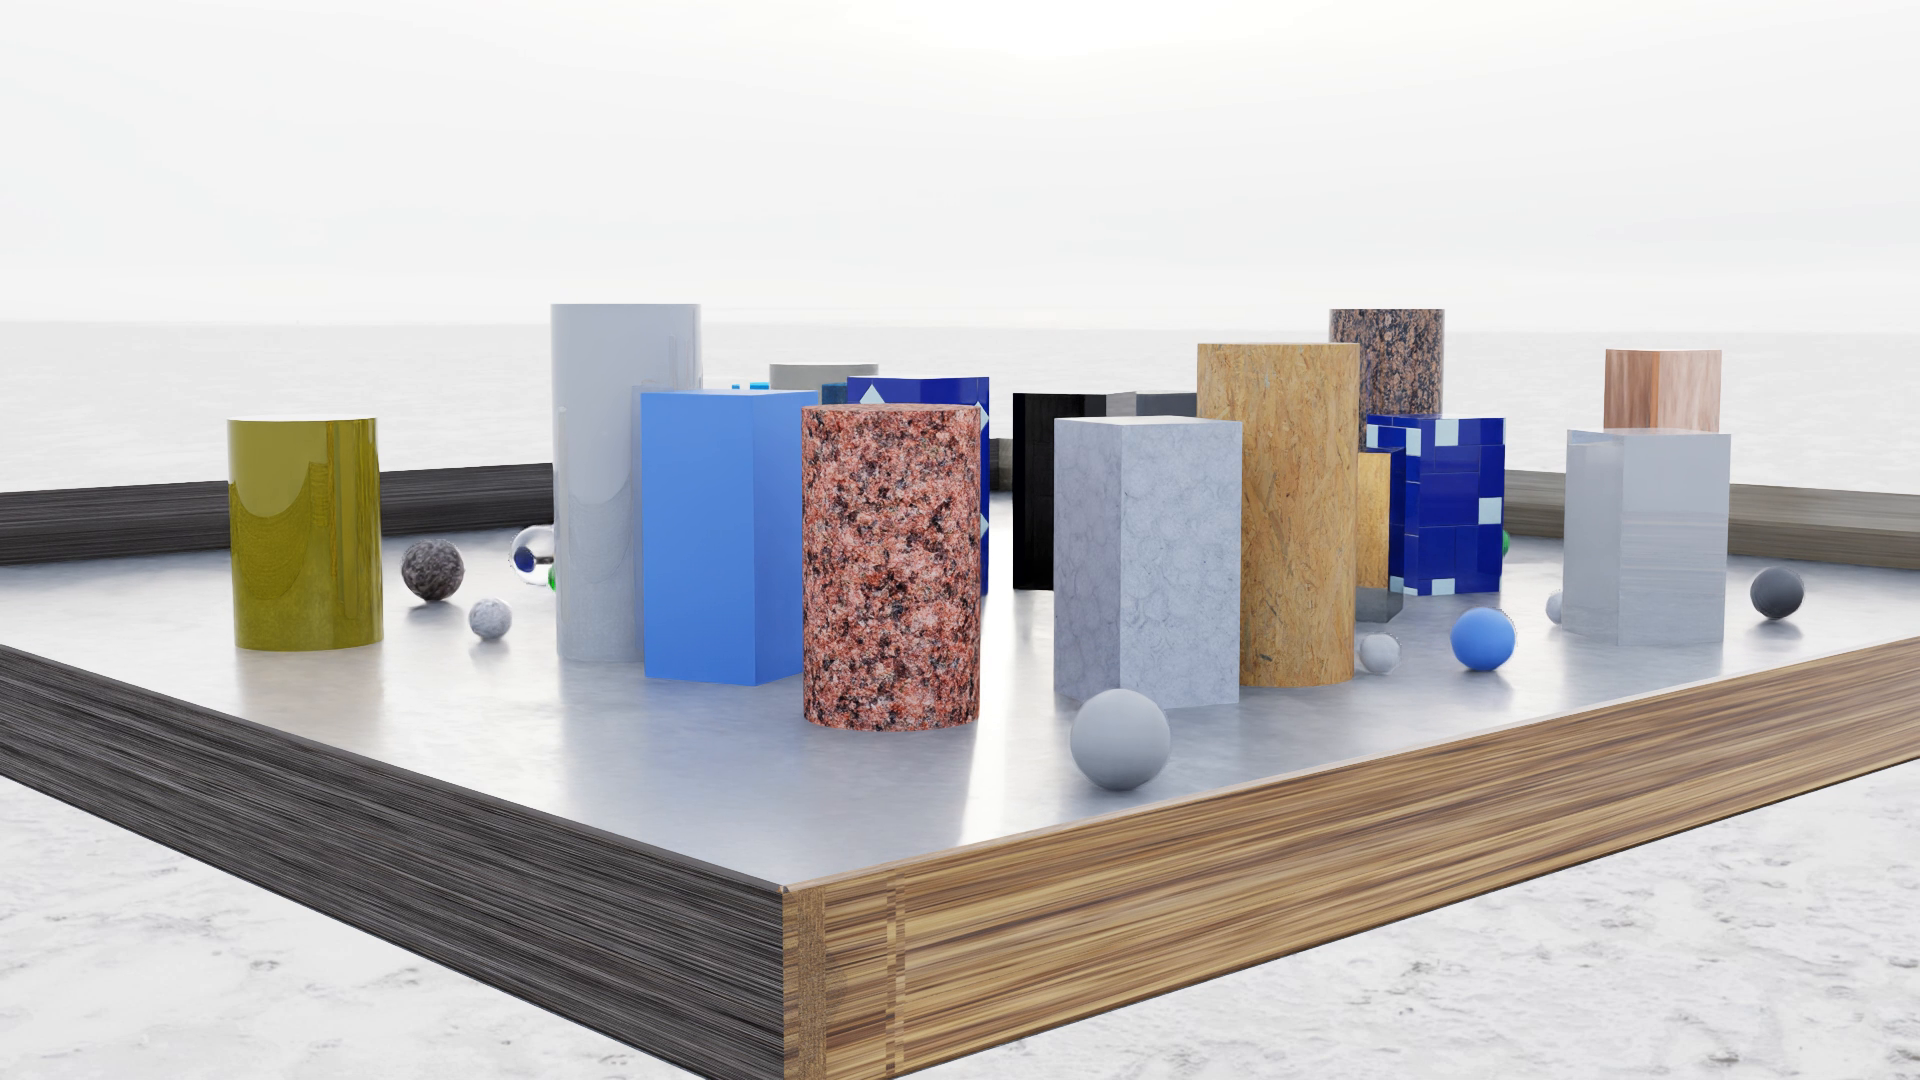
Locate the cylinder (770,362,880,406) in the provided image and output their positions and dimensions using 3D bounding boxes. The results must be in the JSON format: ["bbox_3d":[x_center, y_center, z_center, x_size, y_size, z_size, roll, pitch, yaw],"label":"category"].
[{"bbox_3d":[-0.240,-0.138,3.905,0.195,0.350,0.195,0,6,0],"label":"cylinder"}]

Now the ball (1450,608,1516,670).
[{"bbox_3d":[0.647,0.122,2.719,0.079,0.079,0.079,0,6,0],"label":"ball"}]

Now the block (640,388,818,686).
[{"bbox_3d":[-0.279,-0.009,2.693,0.156,0.345,0.156,3,7,26],"label":"block"}]

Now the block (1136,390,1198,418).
[{"bbox_3d":[0.337,-0.110,3.863,0.156,0.301,0.156,-4,7,-33],"label":"block"}]

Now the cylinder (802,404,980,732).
[{"bbox_3d":[-0.075,0.024,2.408,0.195,0.339,0.195,0,6,0],"label":"cylinder"}]

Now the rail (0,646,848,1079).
[{"bbox_3d":[-1.096,0.138,2.326,0.045,0.127,2.997,-5,8,-42],"label":"rail"}]

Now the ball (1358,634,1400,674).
[{"bbox_3d":[0.514,0.139,2.690,0.051,0.051,0.051,0,6,0],"label":"ball"}]

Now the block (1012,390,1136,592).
[{"bbox_3d":[0.185,-0.082,3.542,0.156,0.313,0.156,2,6,22],"label":"block"}]

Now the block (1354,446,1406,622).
[{"bbox_3d":[0.562,-0.013,3.223,0.156,0.242,0.156,2,6,20],"label":"block"}]

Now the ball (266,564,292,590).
[{"bbox_3d":[-1.086,0.058,3.506,0.042,0.042,0.042,0,6,0],"label":"ball"}]

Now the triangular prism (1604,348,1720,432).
[{"bbox_3d":[1.059,-0.103,3.409,0.169,0.383,0.146,-5,8,-38],"label":"triangular prism"}]

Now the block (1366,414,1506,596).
[{"bbox_3d":[0.758,-0.060,3.517,0.156,0.276,0.156,-2,6,-21],"label":"block"}]

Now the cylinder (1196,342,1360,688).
[{"bbox_3d":[0.385,-0.037,2.678,0.195,0.404,0.195,0,6,0],"label":"cylinder"}]

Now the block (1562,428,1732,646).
[{"bbox_3d":[0.933,-0.008,2.998,0.156,0.280,0.156,-1,6,-12],"label":"block"}]

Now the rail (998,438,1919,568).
[{"bbox_3d":[1.096,-0.072,4.338,0.045,0.127,2.997,-5,8,-42],"label":"rail"}]

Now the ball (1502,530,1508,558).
[{"bbox_3d":[0.914,0.005,3.828,0.081,0.081,0.081,0,6,0],"label":"ball"}]

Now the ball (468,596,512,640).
[{"bbox_3d":[-0.635,0.105,2.973,0.059,0.059,0.059,0,6,0],"label":"ball"}]

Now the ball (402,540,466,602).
[{"bbox_3d":[-0.806,0.047,3.368,0.094,0.094,0.094,0,6,0],"label":"ball"}]

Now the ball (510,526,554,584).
[{"bbox_3d":[-0.681,0.025,3.568,0.096,0.096,0.096,0,6,0],"label":"ball"}]

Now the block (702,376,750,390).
[{"bbox_3d":[-0.449,-0.113,3.768,0.156,0.329,0.156,-2,6,-15],"label":"block"}]

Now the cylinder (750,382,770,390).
[{"bbox_3d":[-0.355,-0.154,4.287,0.195,0.301,0.195,0,6,0],"label":"cylinder"}]

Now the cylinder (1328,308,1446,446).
[{"bbox_3d":[0.725,-0.171,3.756,0.195,0.446,0.195,0,6,0],"label":"cylinder"}]

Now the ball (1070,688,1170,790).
[{"bbox_3d":[0.149,0.185,2.045,0.094,0.094,0.094,0,6,0],"label":"ball"}]

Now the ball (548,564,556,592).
[{"bbox_3d":[-0.610,0.057,3.417,0.062,0.062,0.062,0,6,0],"label":"ball"}]

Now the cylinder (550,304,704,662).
[{"bbox_3d":[-0.431,-0.081,2.864,0.195,0.452,0.195,0,6,0],"label":"cylinder"}]

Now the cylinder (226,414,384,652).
[{"bbox_3d":[-0.878,-0.014,2.954,0.195,0.301,0.195,0,6,0],"label":"cylinder"}]

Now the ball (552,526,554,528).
[{"bbox_3d":[-0.658,0.006,3.748,0.095,0.095,0.095,0,6,0],"label":"ball"}]

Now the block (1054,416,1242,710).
[{"bbox_3d":[0.213,0.022,2.522,0.156,0.319,0.156,-3,7,-26],"label":"block"}]

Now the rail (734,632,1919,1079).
[{"bbox_3d":[1.000,0.146,2.254,3.031,0.127,0.045,-5,8,-42],"label":"rail"}]

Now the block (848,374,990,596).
[{"bbox_3d":[-0.064,-0.083,3.422,0.156,0.341,0.156,5,8,42],"label":"block"}]

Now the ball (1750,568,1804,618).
[{"bbox_3d":[1.180,0.077,3.178,0.073,0.073,0.073,0,6,0],"label":"ball"}]

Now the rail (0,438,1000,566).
[{"bbox_3d":[-1.000,-0.080,4.410,3.031,0.127,0.045,-5,8,-42],"label":"rail"}]

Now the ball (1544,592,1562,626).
[{"bbox_3d":[0.852,0.097,3.108,0.049,0.049,0.049,0,6,0],"label":"ball"}]
